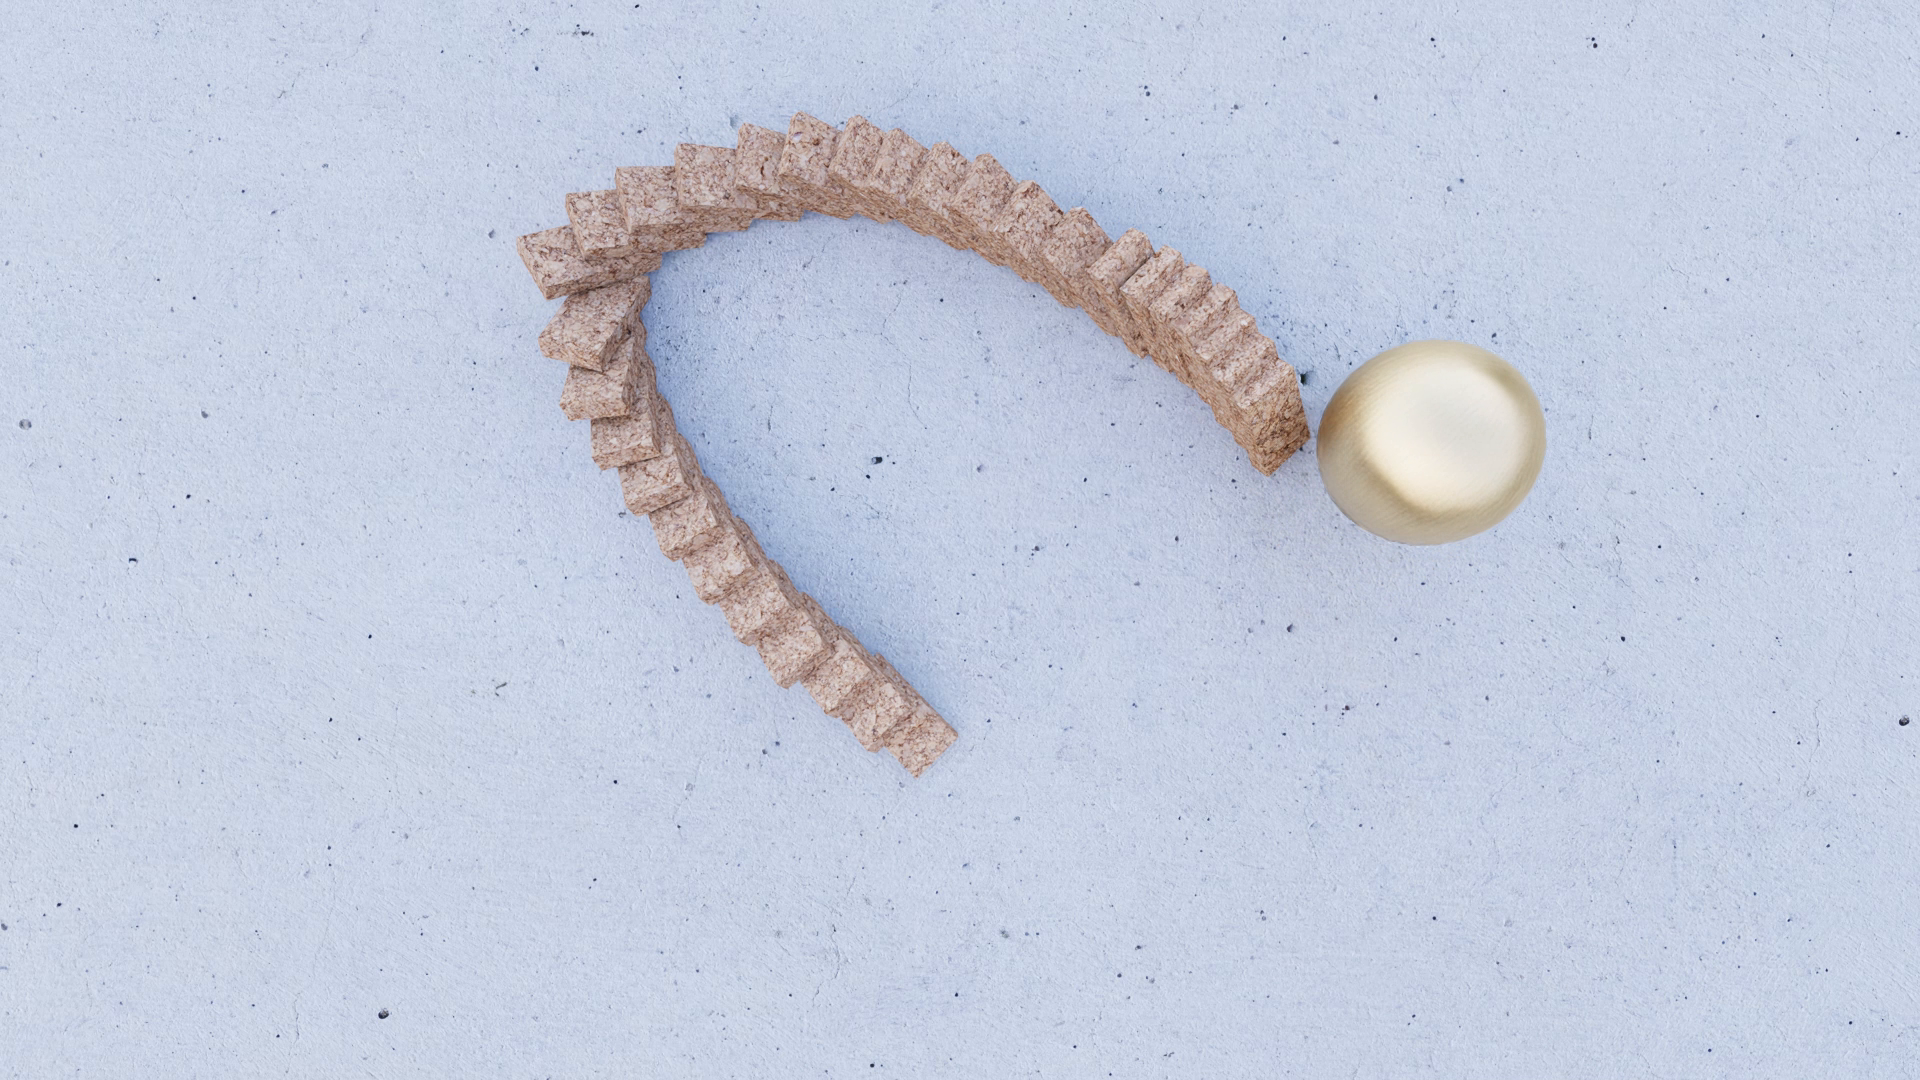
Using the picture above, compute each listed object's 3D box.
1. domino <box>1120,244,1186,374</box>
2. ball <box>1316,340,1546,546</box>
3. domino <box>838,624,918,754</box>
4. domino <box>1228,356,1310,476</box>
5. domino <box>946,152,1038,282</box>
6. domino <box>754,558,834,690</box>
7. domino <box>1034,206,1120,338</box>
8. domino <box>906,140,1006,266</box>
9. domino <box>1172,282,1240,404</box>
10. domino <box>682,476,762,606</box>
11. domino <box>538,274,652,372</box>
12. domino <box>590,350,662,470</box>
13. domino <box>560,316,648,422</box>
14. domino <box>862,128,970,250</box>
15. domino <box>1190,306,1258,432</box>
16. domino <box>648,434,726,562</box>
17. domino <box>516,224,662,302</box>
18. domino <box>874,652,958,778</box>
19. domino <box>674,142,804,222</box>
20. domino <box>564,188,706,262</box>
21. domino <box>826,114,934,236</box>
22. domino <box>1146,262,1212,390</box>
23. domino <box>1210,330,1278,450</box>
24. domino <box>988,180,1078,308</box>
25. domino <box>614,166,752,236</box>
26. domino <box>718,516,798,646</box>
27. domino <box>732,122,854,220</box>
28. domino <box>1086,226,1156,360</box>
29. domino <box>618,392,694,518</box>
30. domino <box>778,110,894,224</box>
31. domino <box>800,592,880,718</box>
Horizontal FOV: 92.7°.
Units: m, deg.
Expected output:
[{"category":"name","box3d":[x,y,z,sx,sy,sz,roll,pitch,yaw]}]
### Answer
[{"category":"domino","box3d":[0.085,-0.094,0.378,0.025,0.050,0.009,-45,51,0]},{"category":"ball","box3d":[0.183,-0.037,0.360,0.080,0.080,0.080,0,90,0]},{"category":"domino","box3d":[-0.043,0.062,0.383,0.025,0.009,0.050,-46,61,-1]},{"category":"domino","box3d":[0.128,-0.050,0.378,0.025,0.050,0.009,-43,51,0]},{"category":"domino","box3d":[0.020,-0.133,0.382,0.050,0.009,0.025,34,86,-33]},{"category":"domino","box3d":[-0.076,0.035,0.384,0.025,0.009,0.050,-38,61,1]},{"category":"domino","box3d":[0.057,-0.111,0.383,0.050,0.009,0.025,39,90,-30]},{"category":"domino","box3d":[0.005,-0.139,0.382,0.050,0.009,0.025,28,89,-33]},{"category":"domino","box3d":[0.106,-0.079,0.378,0.025,0.050,0.010,-42,51,0]},{"category":"domino","box3d":[-0.105,0.000,0.385,0.025,0.010,0.050,-32,63,0]},{"category":"domino","box3d":[-0.151,-0.094,0.382,0.025,0.010,0.050,15,54,0]},{"category":"domino","box3d":[-0.140,-0.055,0.383,0.025,0.010,0.050,-15,59,0]},{"category":"domino","box3d":[-0.147,-0.072,0.381,0.025,0.010,0.050,-6,53,2]},{"category":"domino","box3d":[-0.013,-0.145,0.382,0.050,0.010,0.025,24,89,-34]},{"category":"domino","box3d":[0.113,-0.069,0.378,0.025,0.050,0.009,-42,51,0]},{"category":"domino","box3d":[-0.119,-0.018,0.385,0.025,0.010,0.050,-28,64,0]},{"category":"domino","box3d":[-0.154,-0.119,0.382,0.050,0.009,0.025,-28,82,-30]},{"category":"domino","box3d":[-0.027,0.075,0.395,0.025,0.009,0.050,-45,90,0]},{"category":"domino","box3d":[-0.092,-0.149,0.384,0.050,0.009,0.025,-5,88,-28]},{"category":"domino","box3d":[-0.135,-0.133,0.383,0.050,0.010,0.025,-18,85,-29]},{"category":"domino","box3d":[-0.028,-0.151,0.382,0.050,0.009,0.025,22,90,-34]},{"category":"domino","box3d":[0.096,-0.087,0.378,0.025,0.050,0.010,-45,51,0]},{"category":"domino","box3d":[0.121,-0.060,0.378,0.025,0.050,0.009,-43,51,0]},{"category":"domino","box3d":[0.037,-0.123,0.382,0.050,0.009,0.025,35,90,-33]},{"category":"domino","box3d":[-0.115,-0.142,0.383,0.050,0.010,0.025,-14,86,-28]},{"category":"domino","box3d":[-0.091,0.017,0.384,0.025,0.009,0.050,-36,63,0]},{"category":"domino","box3d":[-0.068,-0.154,0.384,0.050,0.009,0.025,6,90,-27]},{"category":"domino","box3d":[0.073,-0.101,0.378,0.025,0.050,0.009,-45,48,0]},{"category":"domino","box3d":[-0.130,-0.036,0.384,0.025,0.010,0.050,-23,60,0]},{"category":"domino","box3d":[-0.049,-0.154,0.382,0.050,0.009,0.025,14,88,-33]},{"category":"domino","box3d":[-0.059,0.048,0.384,0.025,0.010,0.050,-46,61,-1]}]
